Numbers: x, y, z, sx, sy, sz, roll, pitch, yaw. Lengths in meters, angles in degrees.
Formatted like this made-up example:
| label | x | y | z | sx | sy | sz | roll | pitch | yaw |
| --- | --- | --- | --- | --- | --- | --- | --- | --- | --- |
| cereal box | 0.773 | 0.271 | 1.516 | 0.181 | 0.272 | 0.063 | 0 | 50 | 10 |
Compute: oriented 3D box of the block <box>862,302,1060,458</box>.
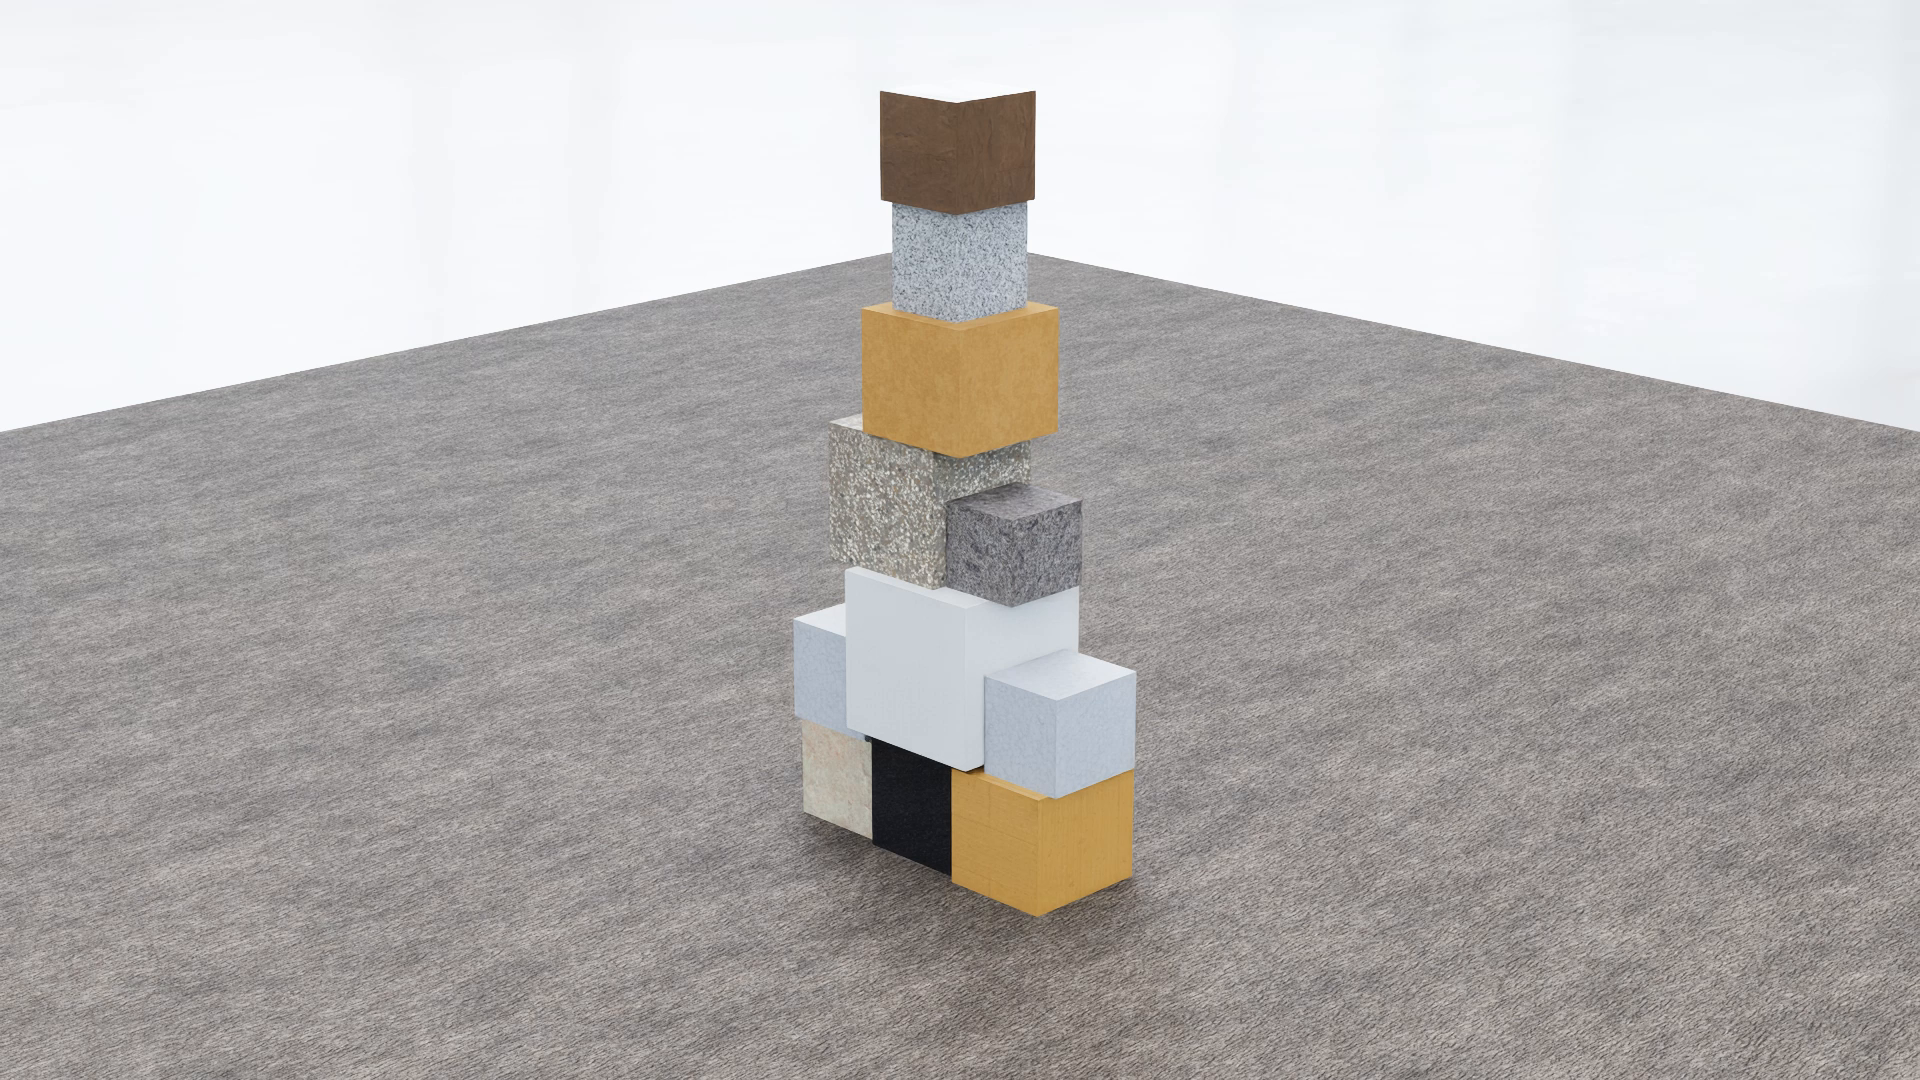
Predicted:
| label | x | y | z | sx | sy | sz | roll | pitch | yaw |
| --- | --- | --- | --- | --- | --- | --- | --- | --- | --- |
| block | 0.001 | -0.758 | 13.105 | 0.625 | 0.571 | 0.616 | -17 | 24 | -42 |

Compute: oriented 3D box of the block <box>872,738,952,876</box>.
| label | x | y | z | sx | sy | sz | roll | pitch | yaw |
| --- | --- | --- | --- | --- | --- | --- | --- | --- | --- |
| block | -0.018 | 1.149 | 13.701 | 0.555 | 0.593 | 0.559 | -17 | 24 | -42 |

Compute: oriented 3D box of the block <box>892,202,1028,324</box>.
| label | x | y | z | sx | sy | sz | roll | pitch | yaw |
| --- | --- | --- | --- | --- | --- | --- | --- | --- | --- |
| block | 0.000 | -1.262 | 12.945 | 0.449 | 0.487 | 0.396 | -17 | 24 | -42 |

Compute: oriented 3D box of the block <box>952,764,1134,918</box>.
| label | x | y | z | sx | sy | sz | roll | pitch | yaw |
| --- | --- | --- | --- | --- | --- | --- | --- | --- | --- |
| block | 0.375 | 1.284 | 13.328 | 0.630 | 0.558 | 0.538 | -17 | 24 | -42 |

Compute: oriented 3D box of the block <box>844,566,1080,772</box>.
| label | x | y | z | sx | sy | sz | roll | pitch | yaw |
| --- | --- | --- | --- | --- | --- | --- | --- | --- | --- |
| block | 0.009 | 0.507 | 13.473 | 0.735 | 0.768 | 0.776 | -17 | 24 | -42 |

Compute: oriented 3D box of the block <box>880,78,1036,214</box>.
| label | x | y | z | sx | sy | sz | roll | pitch | yaw |
| --- | --- | --- | --- | --- | --- | --- | --- | --- | --- |
| block | -0.010 | -1.721 | 12.791 | 0.489 | 0.482 | 0.472 | -17 | 24 | -42 |

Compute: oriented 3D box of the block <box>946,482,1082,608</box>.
| label | x | y | z | sx | sy | sz | roll | pitch | yaw |
| --- | --- | --- | --- | --- | --- | --- | --- | --- | --- |
| block | 0.243 | 0.016 | 13.090 | 0.450 | 0.400 | 0.408 | -17 | 24 | -42 |

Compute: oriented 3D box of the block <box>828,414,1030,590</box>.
| label | x | y | z | sx | sy | sz | roll | pitch | yaw |
| --- | --- | --- | --- | --- | --- | --- | --- | --- | --- |
| block | -0.139 | -0.223 | 13.436 | 0.624 | 0.649 | 0.679 | -17 | 24 | -42 |

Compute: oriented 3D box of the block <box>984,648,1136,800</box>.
| label | x | y | z | sx | sy | sz | roll | pitch | yaw |
| --- | --- | --- | --- | --- | --- | --- | --- | --- | --- |
| block | 0.449 | 0.816 | 13.117 | 0.520 | 0.462 | 0.438 | -17 | 24 | -42 |

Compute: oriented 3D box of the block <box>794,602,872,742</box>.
| label | x | y | z | sx | sy | sz | roll | pitch | yaw |
| --- | --- | --- | --- | --- | --- | --- | --- | --- | --- |
| block | -0.449 | 0.608 | 13.976 | 0.480 | 0.490 | 0.488 | -17 | 24 | -42 |

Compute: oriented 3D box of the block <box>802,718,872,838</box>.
| label | x | y | z | sx | sy | sz | roll | pitch | yaw |
| --- | --- | --- | --- | --- | --- | --- | --- | --- | --- |
| block | -0.386 | 1.079 | 14.104 | 0.529 | 0.485 | 0.515 | -17 | 24 | -42 |
